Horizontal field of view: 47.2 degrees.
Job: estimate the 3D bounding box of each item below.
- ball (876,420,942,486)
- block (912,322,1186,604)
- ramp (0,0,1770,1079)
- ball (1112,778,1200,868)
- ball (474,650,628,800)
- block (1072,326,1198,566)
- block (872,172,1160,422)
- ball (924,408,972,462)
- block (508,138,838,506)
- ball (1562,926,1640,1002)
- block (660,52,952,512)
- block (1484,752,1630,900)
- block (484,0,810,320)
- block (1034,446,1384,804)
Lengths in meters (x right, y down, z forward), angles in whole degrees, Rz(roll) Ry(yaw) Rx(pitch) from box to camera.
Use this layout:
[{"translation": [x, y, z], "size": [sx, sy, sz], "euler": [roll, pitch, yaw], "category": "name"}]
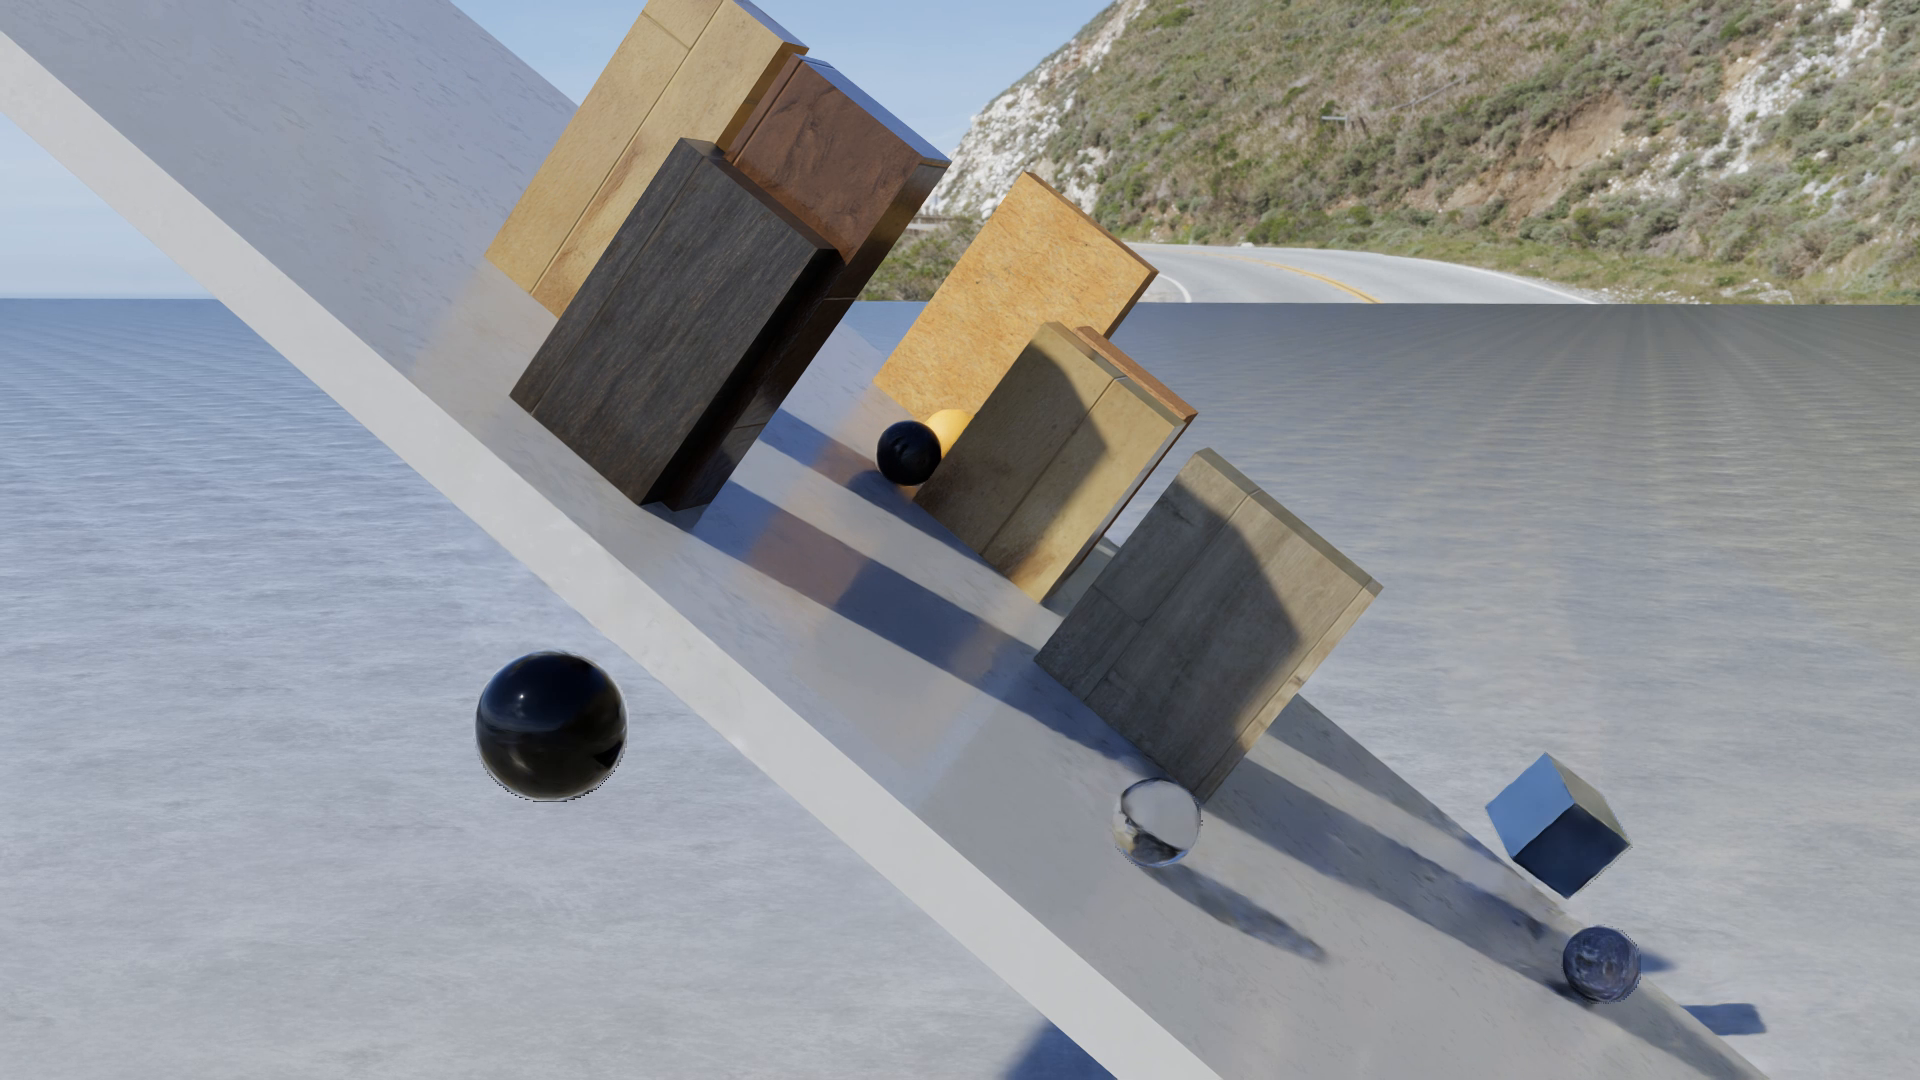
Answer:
[{"translation": [-0.100, -0.170, 4.290], "size": [0.129, 0.129, 0.129], "euler": [0, 7, 0], "category": "ball"}, {"translation": [0.171, -0.151, 4.250], "size": [0.320, 0.434, 0.112], "euler": [40, 16, 9], "category": "block"}, {"translation": [-0.044, 0.101, 4.060], "size": [4.000, 0.100, 2.000], "euler": [40, 16, 9], "category": "ramp"}, {"translation": [0.304, 0.438, 3.413], "size": [0.137, 0.137, 0.137], "euler": [0, 7, 0], "category": "ball"}, {"translation": [-0.544, 0.246, 2.926], "size": [0.200, 0.200, 0.200], "euler": [0, 7, 0], "category": "ball"}, {"translation": [0.245, -0.191, 4.569], "size": [0.293, 0.409, 0.129], "euler": [40, 16, 9], "category": "block"}, {"translation": [0.117, -0.461, 4.767], "size": [0.349, 0.568, 0.093], "euler": [40, 16, 9], "category": "block"}, {"translation": [-0.018, -0.207, 4.564], "size": [0.131, 0.131, 0.131], "euler": [0, 7, 0], "category": "ball"}, {"translation": [-0.436, -0.332, 3.366], "size": [0.272, 0.489, 0.118], "euler": [40, 16, 9], "category": "block"}, {"translation": [1.258, 0.832, 4.317], "size": [0.146, 0.146, 0.146], "euler": [0, 7, 0], "category": "ball"}, {"translation": [-0.327, -0.394, 3.425], "size": [0.258, 0.679, 0.145], "euler": [40, 16, 9], "category": "block"}, {"translation": [1.379, 0.660, 5.080], "size": [0.197, 0.197, 0.197], "euler": [35, 20, -23], "category": "block"}, {"translation": [-0.550, -0.675, 3.836], "size": [0.241, 0.628, 0.122], "euler": [40, 16, 9], "category": "block"}, {"translation": [0.437, 0.149, 3.890], "size": [0.395, 0.477, 0.130], "euler": [40, 16, 9], "category": "block"}]
